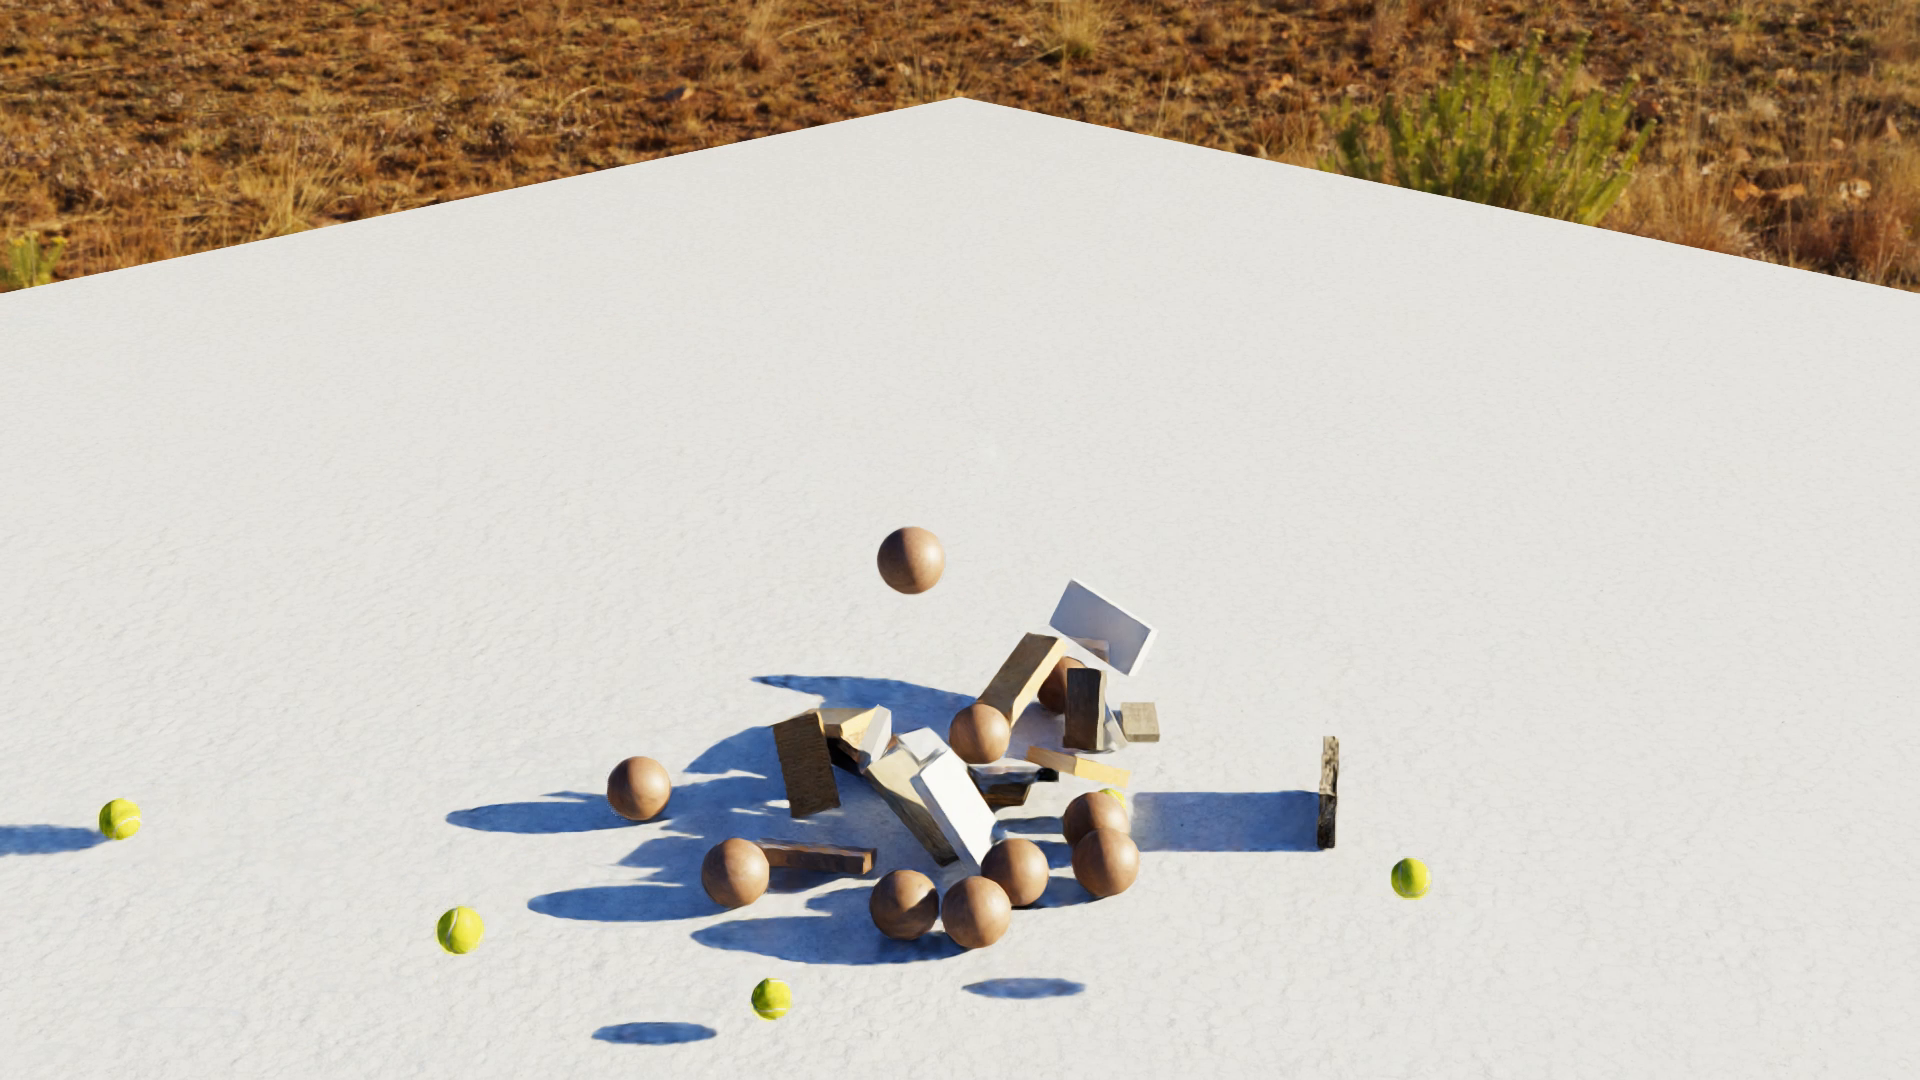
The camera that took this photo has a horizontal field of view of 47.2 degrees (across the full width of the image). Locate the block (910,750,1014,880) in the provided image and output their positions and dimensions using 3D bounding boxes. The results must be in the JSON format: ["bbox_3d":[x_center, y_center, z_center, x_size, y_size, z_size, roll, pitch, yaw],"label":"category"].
[{"bbox_3d":[0.004,0.530,4.254,0.033,0.231,0.116,-32,1,37],"label":"block"}]

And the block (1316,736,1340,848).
[{"bbox_3d":[0.738,0.503,4.403,0.034,0.118,0.237,3,24,10],"label":"block"}]

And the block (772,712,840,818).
[{"bbox_3d":[-0.310,0.455,4.443,0.097,0.194,0.028,-16,-17,7],"label":"block"}]

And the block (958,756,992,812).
[{"bbox_3d":[-0.003,0.505,4.477,0.076,0.022,0.153,-6,40,-29],"label":"block"}]

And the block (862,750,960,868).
[{"bbox_3d":[-0.075,0.528,4.334,0.097,0.028,0.254,-22,58,-39],"label":"block"}]

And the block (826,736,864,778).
[{"bbox_3d":[-0.243,0.442,4.682,0.103,0.029,0.205,-21,31,-40],"label":"block"}]

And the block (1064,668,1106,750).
[{"bbox_3d":[0.267,0.359,4.681,0.085,0.171,0.024,1,-3,37],"label":"block"}]

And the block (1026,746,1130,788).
[{"bbox_3d":[0.235,0.454,4.420,0.118,0.034,0.237,15,-4,-22],"label":"block"}]

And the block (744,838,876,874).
[{"bbox_3d":[-0.286,0.608,4.232,0.231,0.033,0.116,4,0,10],"label":"block"}]

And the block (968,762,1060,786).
[{"bbox_3d":[0.109,0.481,4.526,0.169,0.024,0.085,0,7,-20],"label":"block"}]

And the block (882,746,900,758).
[{"bbox_3d":[-0.080,0.473,4.532,0.153,0.022,0.076,33,38,24],"label":"block"}]

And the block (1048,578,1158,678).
[{"bbox_3d":[0.317,0.194,4.886,0.237,0.118,0.034,33,14,32],"label":"block"}]

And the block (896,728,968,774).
[{"bbox_3d":[-0.057,0.442,4.507,0.077,0.022,0.153,-14,35,-30],"label":"block"}]

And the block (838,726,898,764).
[{"bbox_3d":[-0.146,0.457,4.586,0.205,0.029,0.103,34,38,31],"label":"block"}]

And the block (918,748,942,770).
[{"bbox_3d":[-0.024,0.505,4.395,0.085,0.024,0.169,-41,63,-3],"label":"block"}]

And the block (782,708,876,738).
[{"bbox_3d":[-0.280,0.387,4.679,0.205,0.029,0.103,-4,13,46],"label":"block"}]

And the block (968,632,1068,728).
[{"bbox_3d":[0.128,0.306,4.811,0.116,0.033,0.231,6,52,52],"label":"block"}]

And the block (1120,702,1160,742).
[{"bbox_3d":[0.392,0.397,4.798,0.076,0.021,0.151,0,23,0],"label":"block"}]

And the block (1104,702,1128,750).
[{"bbox_3d":[0.322,0.386,4.740,0.021,0.076,0.151,-28,25,3],"label":"block"}]

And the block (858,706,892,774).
[{"bbox_3d":[-0.172,0.410,4.453,0.028,0.194,0.097,22,70,7],"label":"block"}]

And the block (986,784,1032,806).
[{"bbox_3d":[0.099,0.511,4.479,0.076,0.021,0.151,3,8,7],"label":"block"}]
